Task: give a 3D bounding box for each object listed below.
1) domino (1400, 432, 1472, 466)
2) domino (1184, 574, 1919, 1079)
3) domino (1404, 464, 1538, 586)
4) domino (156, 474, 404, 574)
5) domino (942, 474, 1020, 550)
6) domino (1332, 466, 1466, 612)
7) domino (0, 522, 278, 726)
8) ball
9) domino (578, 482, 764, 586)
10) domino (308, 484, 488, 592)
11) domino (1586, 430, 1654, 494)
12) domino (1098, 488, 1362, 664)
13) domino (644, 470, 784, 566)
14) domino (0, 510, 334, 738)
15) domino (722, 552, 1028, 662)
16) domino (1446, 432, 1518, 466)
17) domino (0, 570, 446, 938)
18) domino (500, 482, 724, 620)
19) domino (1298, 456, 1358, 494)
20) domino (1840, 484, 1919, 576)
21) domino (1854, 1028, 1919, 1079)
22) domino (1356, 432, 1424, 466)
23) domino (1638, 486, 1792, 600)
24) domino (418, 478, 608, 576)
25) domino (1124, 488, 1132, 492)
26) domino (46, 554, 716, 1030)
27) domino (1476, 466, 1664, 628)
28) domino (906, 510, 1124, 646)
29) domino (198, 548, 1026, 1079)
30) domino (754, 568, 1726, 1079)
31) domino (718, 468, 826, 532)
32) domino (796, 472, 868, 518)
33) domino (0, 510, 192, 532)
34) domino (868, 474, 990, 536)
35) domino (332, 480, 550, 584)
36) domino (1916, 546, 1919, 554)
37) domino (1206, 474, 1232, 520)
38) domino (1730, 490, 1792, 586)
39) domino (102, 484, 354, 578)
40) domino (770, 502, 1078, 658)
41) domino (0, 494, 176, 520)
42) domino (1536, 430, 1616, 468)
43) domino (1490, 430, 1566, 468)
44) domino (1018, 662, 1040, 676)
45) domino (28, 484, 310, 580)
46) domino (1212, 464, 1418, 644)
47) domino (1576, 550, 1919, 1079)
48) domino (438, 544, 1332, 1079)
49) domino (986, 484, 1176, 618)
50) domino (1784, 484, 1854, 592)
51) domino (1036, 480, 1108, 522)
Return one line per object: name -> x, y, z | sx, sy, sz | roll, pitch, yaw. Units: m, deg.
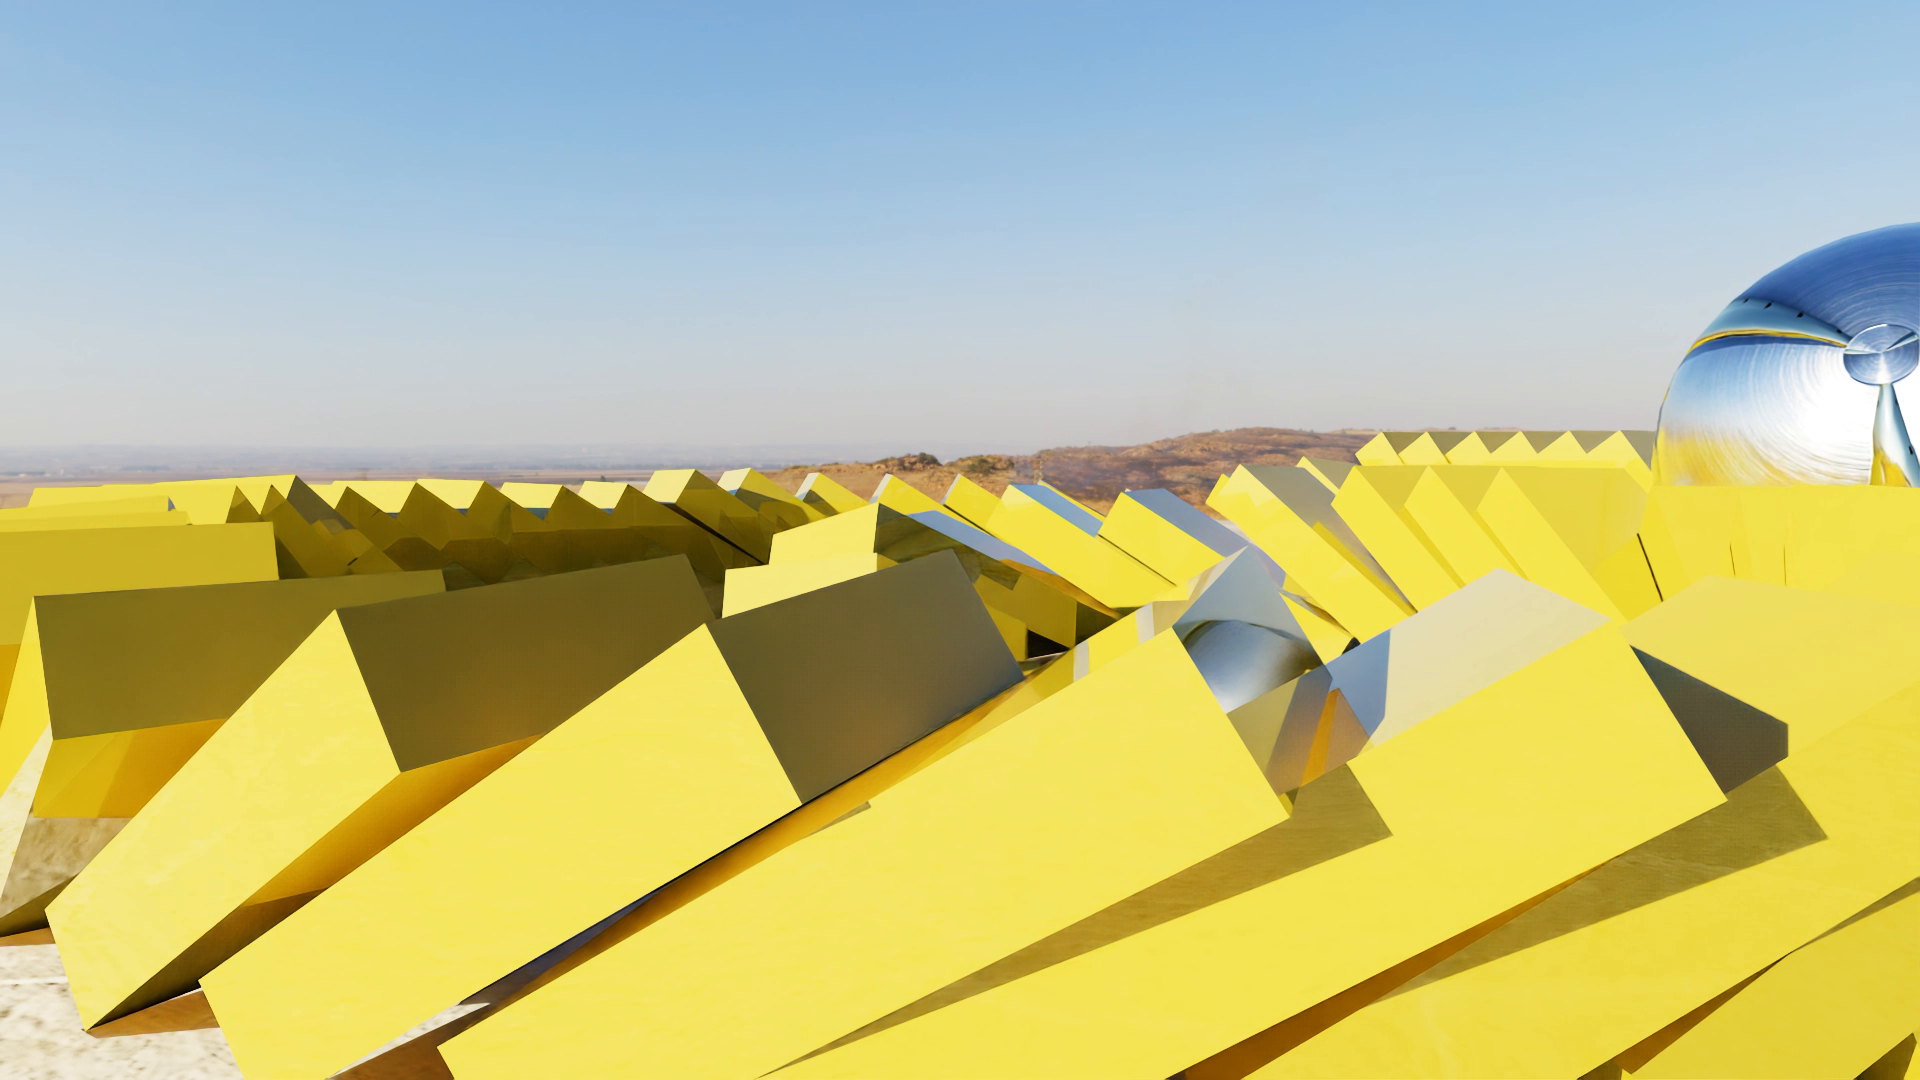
domino -> 0.135, -0.005, 0.325 | 0.025, 0.050, 0.010 | -4, -31, -41
domino -> 0.036, 0.020, 0.080 | 0.050, 0.009, 0.025 | -30, 6, -1
domino -> 0.100, 0.007, 0.216 | 0.025, 0.009, 0.050 | -1, 43, -21
domino -> -0.110, 0.007, 0.218 | 0.025, 0.009, 0.050 | -2, -31, 11
domino -> 0.019, -0.001, 0.350 | 0.050, 0.009, 0.025 | 31, 3, -4
domino -> 0.092, 0.006, 0.230 | 0.025, 0.010, 0.050 | -2, 43, -26
domino -> -0.077, 0.016, 0.116 | 0.025, 0.010, 0.050 | -3, -29, -32
ball -> 0.164, -0.014, 0.221 | 0.080, 0.080, 0.080 | 0, 4, 0
domino -> -0.066, 0.003, 0.308 | 0.050, 0.009, 0.025 | 34, -17, -34
domino -> -0.107, 0.007, 0.240 | 0.025, 0.010, 0.050 | 2, -29, 26
domino -> 0.164, -0.002, 0.287 | 0.025, 0.050, 0.010 | -4, -32, -39
domino -> 0.054, 0.007, 0.248 | 0.050, 0.010, 0.025 | 35, 19, 21
domino -> -0.053, 0.000, 0.319 | 0.050, 0.009, 0.025 | 37, -19, -30
domino -> -0.104, 0.013, 0.167 | 0.025, 0.010, 0.050 | 0, -28, -5
domino -> -0.011, 0.014, 0.198 | 0.025, 0.009, 0.050 | -7, -17, 26
domino -> 0.144, -0.004, 0.317 | 0.025, 0.050, 0.009 | -4, -32, -39
domino -> -0.061, 0.018, 0.103 | 0.025, 0.010, 0.050 | -4, -24, -43
domino -> -0.079, 0.004, 0.292 | 0.025, 0.009, 0.050 | 4, -25, 44
domino -> 0.114, -0.003, 0.348 | 0.025, 0.009, 0.050 | 3, 37, -39
domino -> 0.102, 0.014, 0.129 | 0.025, 0.009, 0.050 | 7, 43, 35
domino -> 0.075, 0.018, 0.095 | 0.050, 0.010, 0.025 | -33, 15, -14
domino -> 0.126, -0.005, 0.334 | 0.025, 0.050, 0.010 | -4, -31, -41
domino -> 0.116, 0.011, 0.180 | 0.025, 0.009, 0.050 | 1, 39, 12
domino -> -0.091, 0.004, 0.274 | 0.025, 0.010, 0.050 | 3, -28, 39
domino -> 0.067, 0.001, 0.349 | 0.050, 0.009, 0.025 | 25, 5, 1
domino -> -0.041, 0.018, 0.091 | 0.050, 0.010, 0.025 | -34, -13, 33
domino -> 0.106, 0.008, 0.201 | 0.025, 0.010, 0.050 | 0, 42, -17
domino -> 0.012, 0.009, 0.254 | 0.050, 0.009, 0.025 | 25, 10, 13
domino -> -0.022, 0.019, 0.082 | 0.050, 0.010, 0.025 | -33, -8, 27
domino -> 0.014, 0.020, 0.075 | 0.050, 0.010, 0.025 | -32, -3, 12
domino -> -0.039, -0.001, 0.331 | 0.050, 0.010, 0.025 | 34, -13, -21
domino -> -0.020, -0.001, 0.341 | 0.050, 0.010, 0.025 | 32, -5, -12
domino -> -0.088, 0.015, 0.130 | 0.025, 0.010, 0.050 | -4, -28, -23
domino -> 0.000, -0.001, 0.347 | 0.050, 0.010, 0.025 | 31, 0, -8
domino -> -0.100, 0.005, 0.257 | 0.025, 0.010, 0.050 | 2, -29, 32
domino -> 0.093, 0.016, 0.112 | 0.050, 0.010, 0.025 | -41, 32, -27
domino -> 0.095, -0.001, 0.352 | 0.050, 0.010, 0.025 | 39, 25, 28
domino -> 0.114, 0.013, 0.161 | 0.025, 0.010, 0.050 | 2, 39, 23
domino -> -0.109, 0.009, 0.202 | 0.025, 0.010, 0.050 | 0, -31, 4
domino -> -0.005, 0.009, 0.220 | 0.025, 0.009, 0.050 | -15, -30, 40
domino -> -0.096, 0.013, 0.145 | 0.025, 0.010, 0.050 | -7, -27, -19
domino -> 0.158, -0.003, 0.297 | 0.025, 0.050, 0.010 | -4, -32, -39
domino -> 0.151, -0.003, 0.307 | 0.025, 0.050, 0.010 | -4, -32, -39
domino -> -0.002, 0.025, 0.171 | 0.025, 0.010, 0.050 | 0, 4, 4
domino -> -0.107, 0.010, 0.184 | 0.025, 0.009, 0.050 | -1, -31, -3
domino -> 0.074, 0.005, 0.242 | 0.025, 0.010, 0.050 | -2, 41, -47
domino -> 0.057, 0.019, 0.087 | 0.050, 0.010, 0.025 | -32, 12, -9
domino -> -0.004, 0.019, 0.076 | 0.050, 0.010, 0.025 | -33, -4, 21
domino -> 0.031, 0.006, 0.252 | 0.050, 0.009, 0.025 | 33, 12, 15
domino -> 0.109, 0.013, 0.144 | 0.025, 0.010, 0.050 | 4, 41, 28
domino -> 0.042, 0.000, 0.352 | 0.050, 0.009, 0.025 | 29, 5, 0
